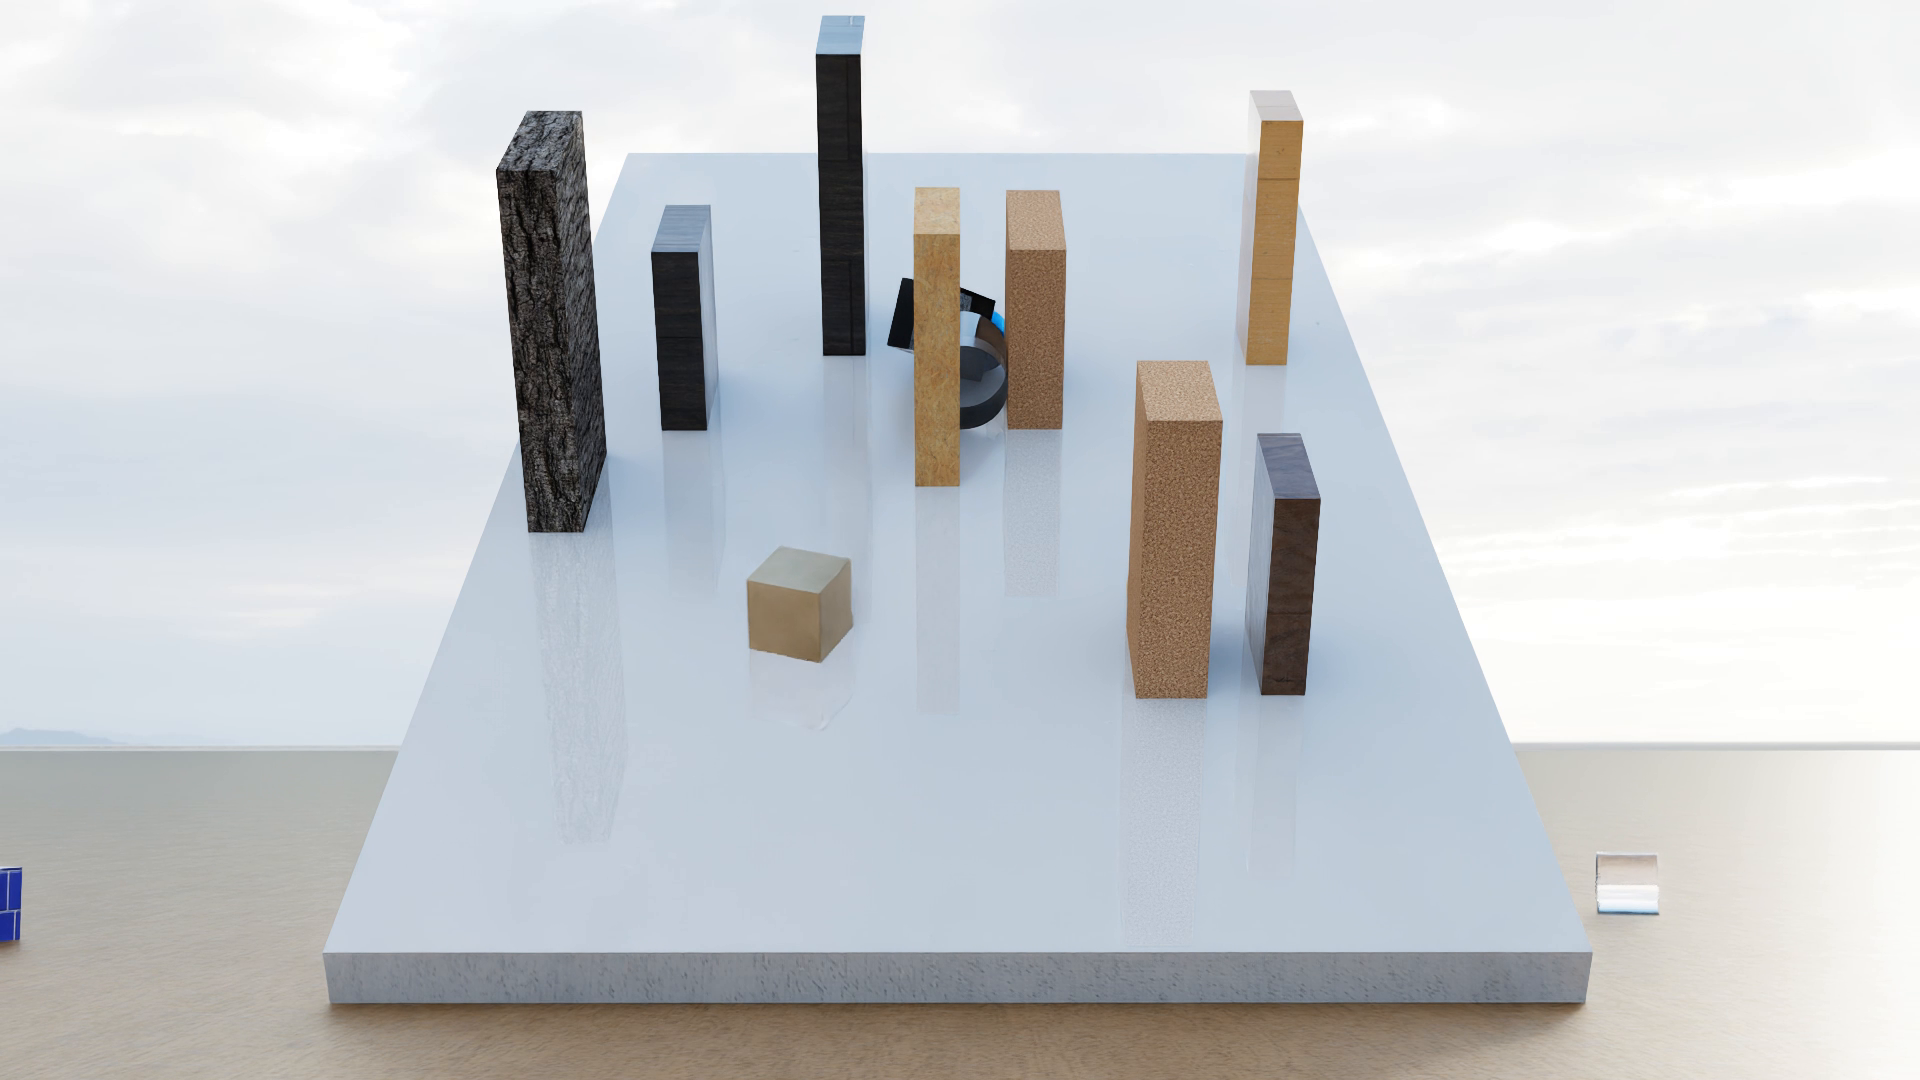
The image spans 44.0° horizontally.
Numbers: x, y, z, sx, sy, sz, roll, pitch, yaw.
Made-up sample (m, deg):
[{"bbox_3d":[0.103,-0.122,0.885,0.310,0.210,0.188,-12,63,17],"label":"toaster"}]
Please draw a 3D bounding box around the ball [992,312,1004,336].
[{"bbox_3d":[0.058,-0.510,5.850,0.120,0.120,0.120,0,-5,0],"label":"ball"}]

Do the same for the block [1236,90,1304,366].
[{"bbox_3d":[0.752,-0.760,5.795,0.100,0.619,0.243,0,27,0],"label":"block"}]

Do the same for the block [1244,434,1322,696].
[{"bbox_3d":[0.603,0.044,4.467,0.082,0.410,0.279,0,27,0],"label":"block"}]

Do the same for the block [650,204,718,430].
[{"bbox_3d":[-0.636,-0.519,5.519,0.105,0.436,0.316,0,27,0],"label":"block"}]

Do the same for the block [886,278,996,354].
[{"bbox_3d":[-0.045,-0.525,5.746,0.168,0.168,0.168,13,0,33],"label":"block"}]

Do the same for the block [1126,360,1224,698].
[{"bbox_3d":[0.394,-0.019,4.414,0.132,0.568,0.269,0,27,0],"label":"block"}]

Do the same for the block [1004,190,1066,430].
[{"bbox_3d":[0.173,-0.544,5.569,0.126,0.439,0.405,0,27,0],"label":"block"}]

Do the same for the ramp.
[{"bbox_3d":[-0.011,-0.225,5.539,2.000,0.100,4.000,0,27,0],"label":"ramp"}]

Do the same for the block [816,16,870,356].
[{"bbox_3d":[-0.285,-0.872,5.853,0.106,0.759,0.344,0,27,0],"label":"block"}]

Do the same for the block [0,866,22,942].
[{"bbox_3d":[-2.086,0.765,4.989,0.151,0.151,0.151,-2,-5,26],"label":"block"}]

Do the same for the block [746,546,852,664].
[{"bbox_3d":[-0.309,0.123,4.588,0.152,0.152,0.152,10,29,19],"label":"block"}]

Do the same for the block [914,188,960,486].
[{"bbox_3d":[-0.050,-0.446,5.221,0.098,0.585,0.299,0,27,0],"label":"block"}]

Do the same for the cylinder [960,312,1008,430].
[{"bbox_3d":[0.005,-0.396,5.533,0.210,0.210,0.210,0,27,0],"label":"cylinder"}]

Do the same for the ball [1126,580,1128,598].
[{"bbox_3d":[0.382,0.097,4.688,0.111,0.111,0.111,0,-5,0],"label":"ball"}]

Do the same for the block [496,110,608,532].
[{"bbox_3d":[-0.854,-0.460,5.012,0.116,0.797,0.394,0,27,0],"label":"block"}]

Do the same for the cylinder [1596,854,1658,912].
[{"bbox_3d":[1.640,0.842,5.838,0.143,0.143,0.143,-2,-5,17],"label":"cylinder"}]
